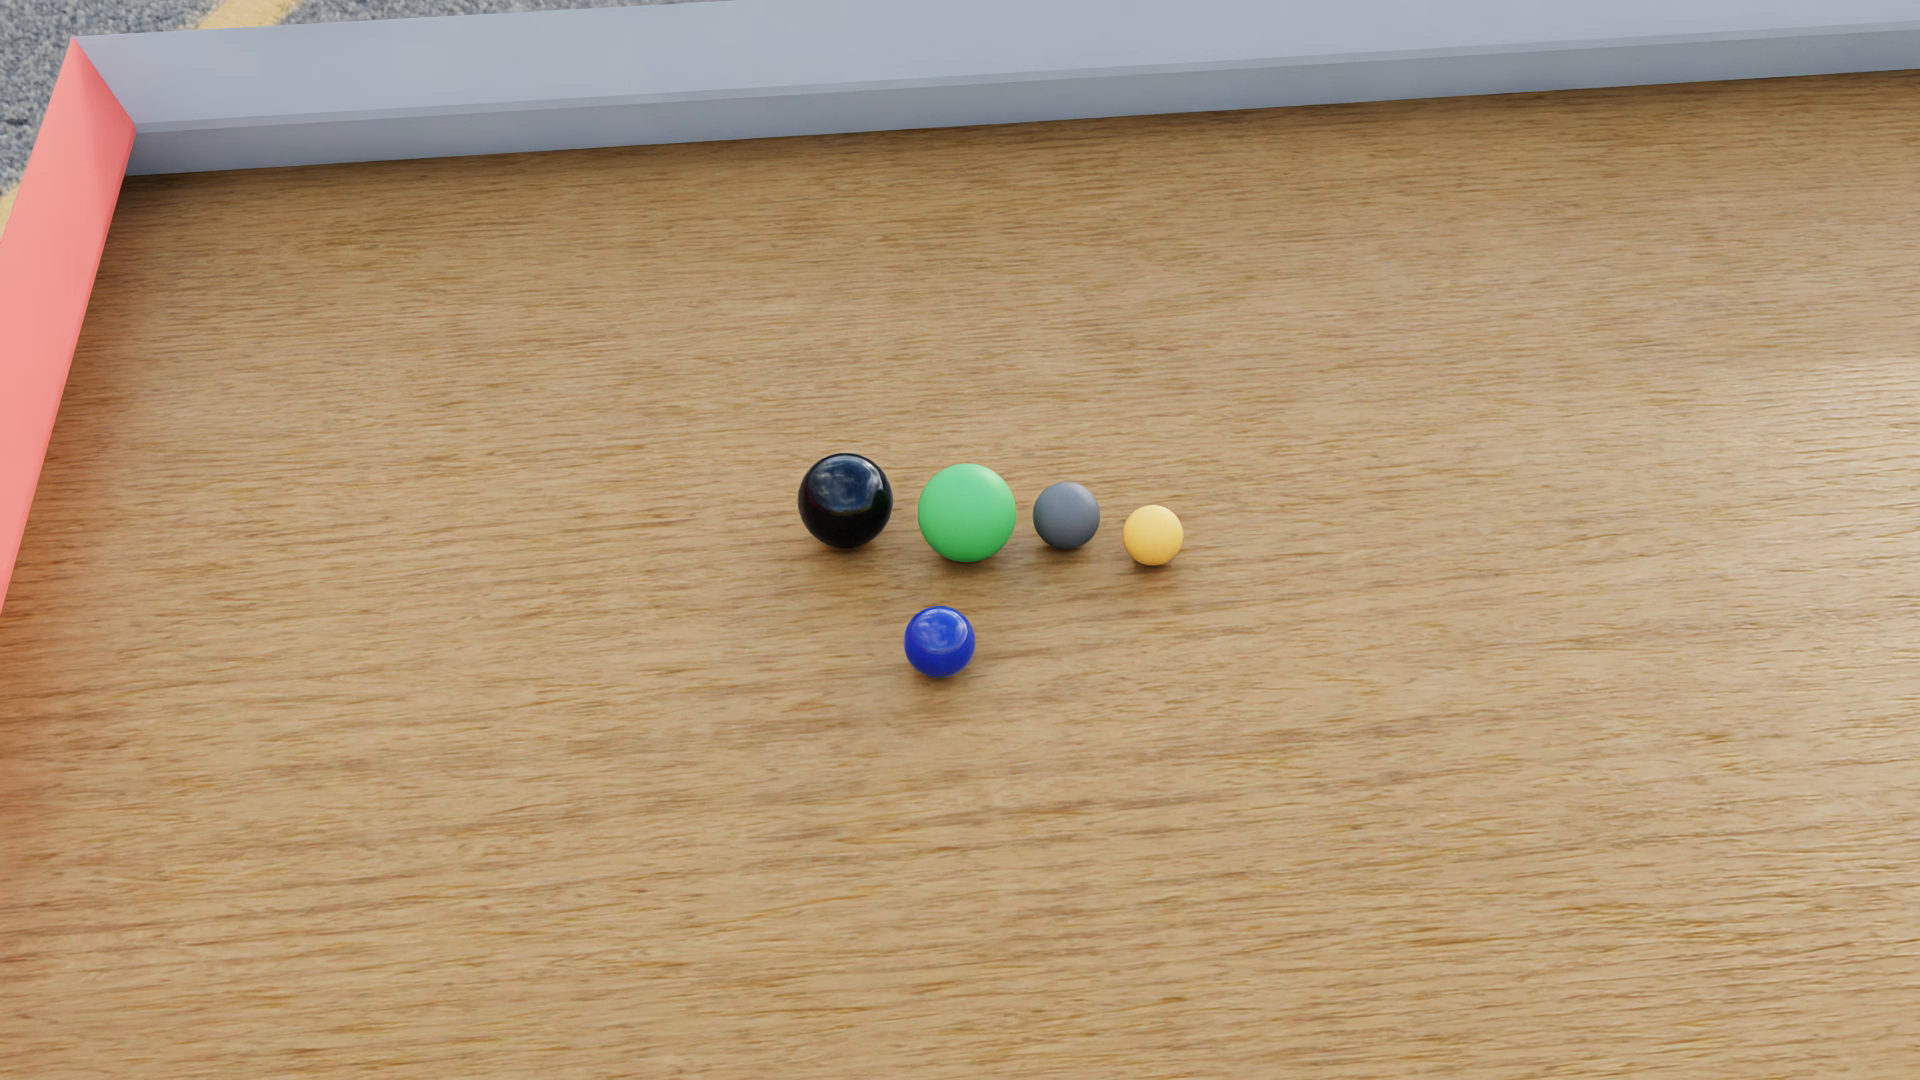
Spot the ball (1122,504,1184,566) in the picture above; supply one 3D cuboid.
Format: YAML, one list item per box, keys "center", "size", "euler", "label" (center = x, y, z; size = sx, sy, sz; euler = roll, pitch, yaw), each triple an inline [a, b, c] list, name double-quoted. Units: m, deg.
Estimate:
- center: [0.130, -0.003, 1.733]
  size: [0.041, 0.041, 0.041]
  euler: [0, 36, 0]
  label: "ball"

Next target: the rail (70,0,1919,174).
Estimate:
- center: [0.565, -0.451, 2.277]
  size: [2.617, 0.128, 0.045]
  euler: [-4, 36, -6]
  label: "rail"

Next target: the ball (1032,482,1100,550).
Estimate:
- center: [0.072, -0.017, 1.747]
  size: [0.046, 0.046, 0.046]
  euler: [0, 36, 0]
  label: "ball"

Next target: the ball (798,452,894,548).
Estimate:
- center: [-0.078, -0.027, 1.745]
  size: [0.065, 0.065, 0.065]
  euler: [0, 36, 0]
  label: "ball"

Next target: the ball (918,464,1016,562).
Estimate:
- center: [0.005, -0.018, 1.732]
  size: [0.067, 0.067, 0.067]
  euler: [0, 36, 0]
  label: "ball"

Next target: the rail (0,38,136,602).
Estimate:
- center: [-0.625, 0.017, 1.629]
  size: [0.045, 0.128, 1.322]
  euler: [-4, 36, -6]
  label: "rail"

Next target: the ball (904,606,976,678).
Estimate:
- center: [-0.013, 0.065, 1.634]
  size: [0.046, 0.046, 0.046]
  euler: [0, 36, 0]
  label: "ball"
